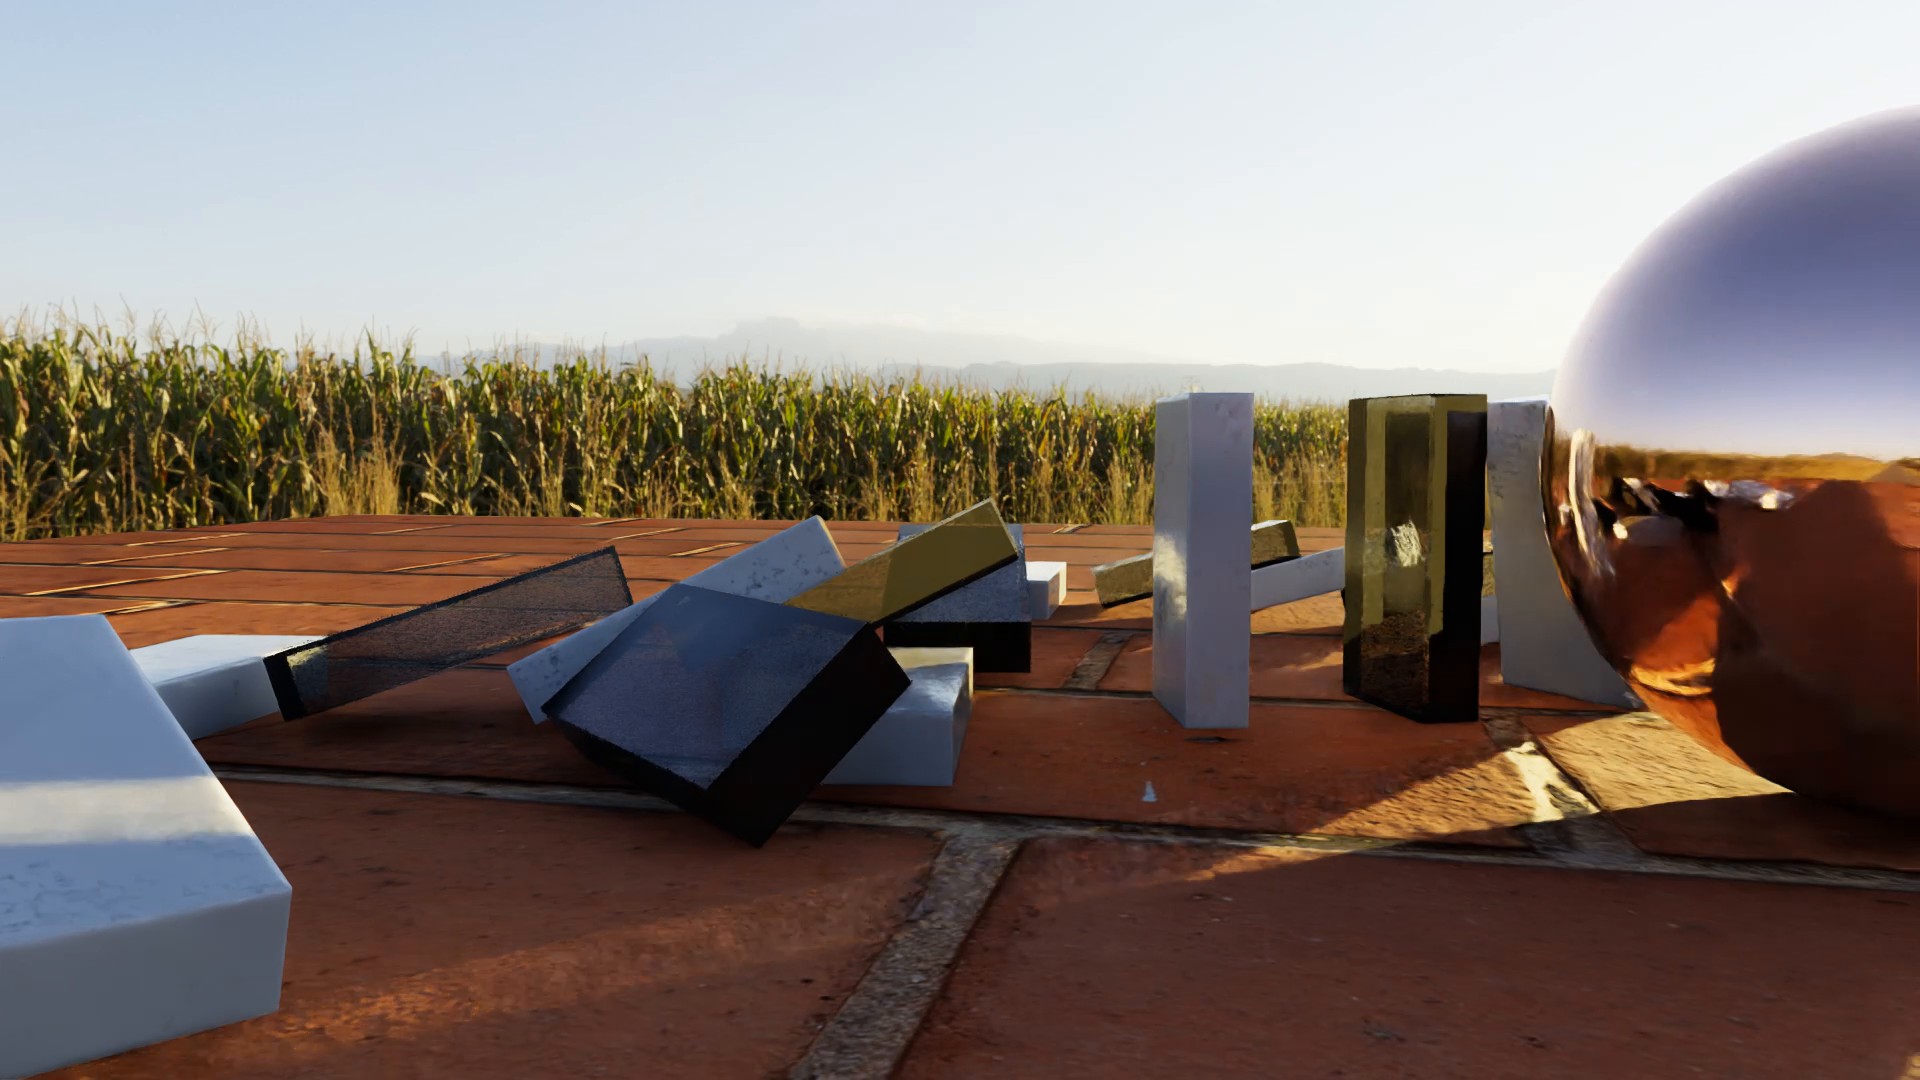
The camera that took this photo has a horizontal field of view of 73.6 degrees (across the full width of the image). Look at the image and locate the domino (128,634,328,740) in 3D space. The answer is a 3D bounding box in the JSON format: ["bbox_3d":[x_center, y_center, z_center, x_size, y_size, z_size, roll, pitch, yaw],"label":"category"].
[{"bbox_3d":[-0.122,0.023,0.197,0.025,0.010,0.050,0,4,4],"label":"domino"}]

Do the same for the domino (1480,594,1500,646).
[{"bbox_3d":[0.131,0.011,0.255,0.025,0.009,0.050,-2,-14,-33],"label":"domino"}]

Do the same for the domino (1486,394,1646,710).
[{"bbox_3d":[0.103,0.001,0.215,0.009,0.050,0.025,-11,9,-25],"label":"domino"}]

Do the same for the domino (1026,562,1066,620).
[{"bbox_3d":[0.013,0.013,0.337,0.025,0.010,0.050,1,4,10],"label":"domino"}]

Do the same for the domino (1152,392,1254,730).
[{"bbox_3d":[0.038,0.002,0.202,0.010,0.050,0.025,0,4,-3],"label":"domino"}]

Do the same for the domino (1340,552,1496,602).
[{"bbox_3d":[0.114,0.009,0.286,0.050,0.009,0.025,-20,-11,43],"label":"domino"}]

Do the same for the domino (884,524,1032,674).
[{"bbox_3d":[0.000,0.010,0.241,0.025,0.010,0.050,0,20,1],"label":"domino"}]

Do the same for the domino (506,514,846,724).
[{"bbox_3d":[-0.042,0.012,0.200,0.050,0.010,0.025,-26,2,-4],"label":"domino"}]

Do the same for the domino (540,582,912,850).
[{"bbox_3d":[-0.031,0.019,0.158,0.025,0.009,0.050,-46,28,-25],"label":"domino"}]

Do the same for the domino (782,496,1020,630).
[{"bbox_3d":[-0.015,0.009,0.201,0.050,0.010,0.025,-26,2,3],"label":"domino"}]

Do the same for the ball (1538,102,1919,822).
[{"bbox_3d":[0.110,-0.008,0.146,0.080,0.080,0.080,0,4,0],"label":"ball"}]

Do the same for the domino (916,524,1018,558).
[{"bbox_3d":[0.001,0.009,0.300,0.025,0.009,0.050,0,20,2],"label":"domino"}]

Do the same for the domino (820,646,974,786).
[{"bbox_3d":[-0.012,0.024,0.185,0.025,0.009,0.050,0,4,4],"label":"domino"}]

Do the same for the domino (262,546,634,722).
[{"bbox_3d":[-0.077,0.014,0.198,0.050,0.010,0.025,-19,1,-17],"label":"domino"}]

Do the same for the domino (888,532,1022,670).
[{"bbox_3d":[-0.001,0.011,0.265,0.025,0.010,0.050,0,20,1],"label":"domino"}]

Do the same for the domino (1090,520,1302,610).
[{"bbox_3d":[0.060,0.006,0.331,0.050,0.009,0.025,-15,0,4],"label":"domino"}]

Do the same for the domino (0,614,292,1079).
[{"bbox_3d":[-0.071,0.020,0.093,0.025,0.010,0.050,-1,20,-46],"label":"domino"}]

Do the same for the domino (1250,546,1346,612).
[{"bbox_3d":[0.089,0.007,0.311,0.050,0.009,0.025,-17,-5,30],"label":"domino"}]

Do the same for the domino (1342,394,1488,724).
[{"bbox_3d":[0.073,0.002,0.207,0.009,0.050,0.025,-1,4,-11],"label":"domino"}]
